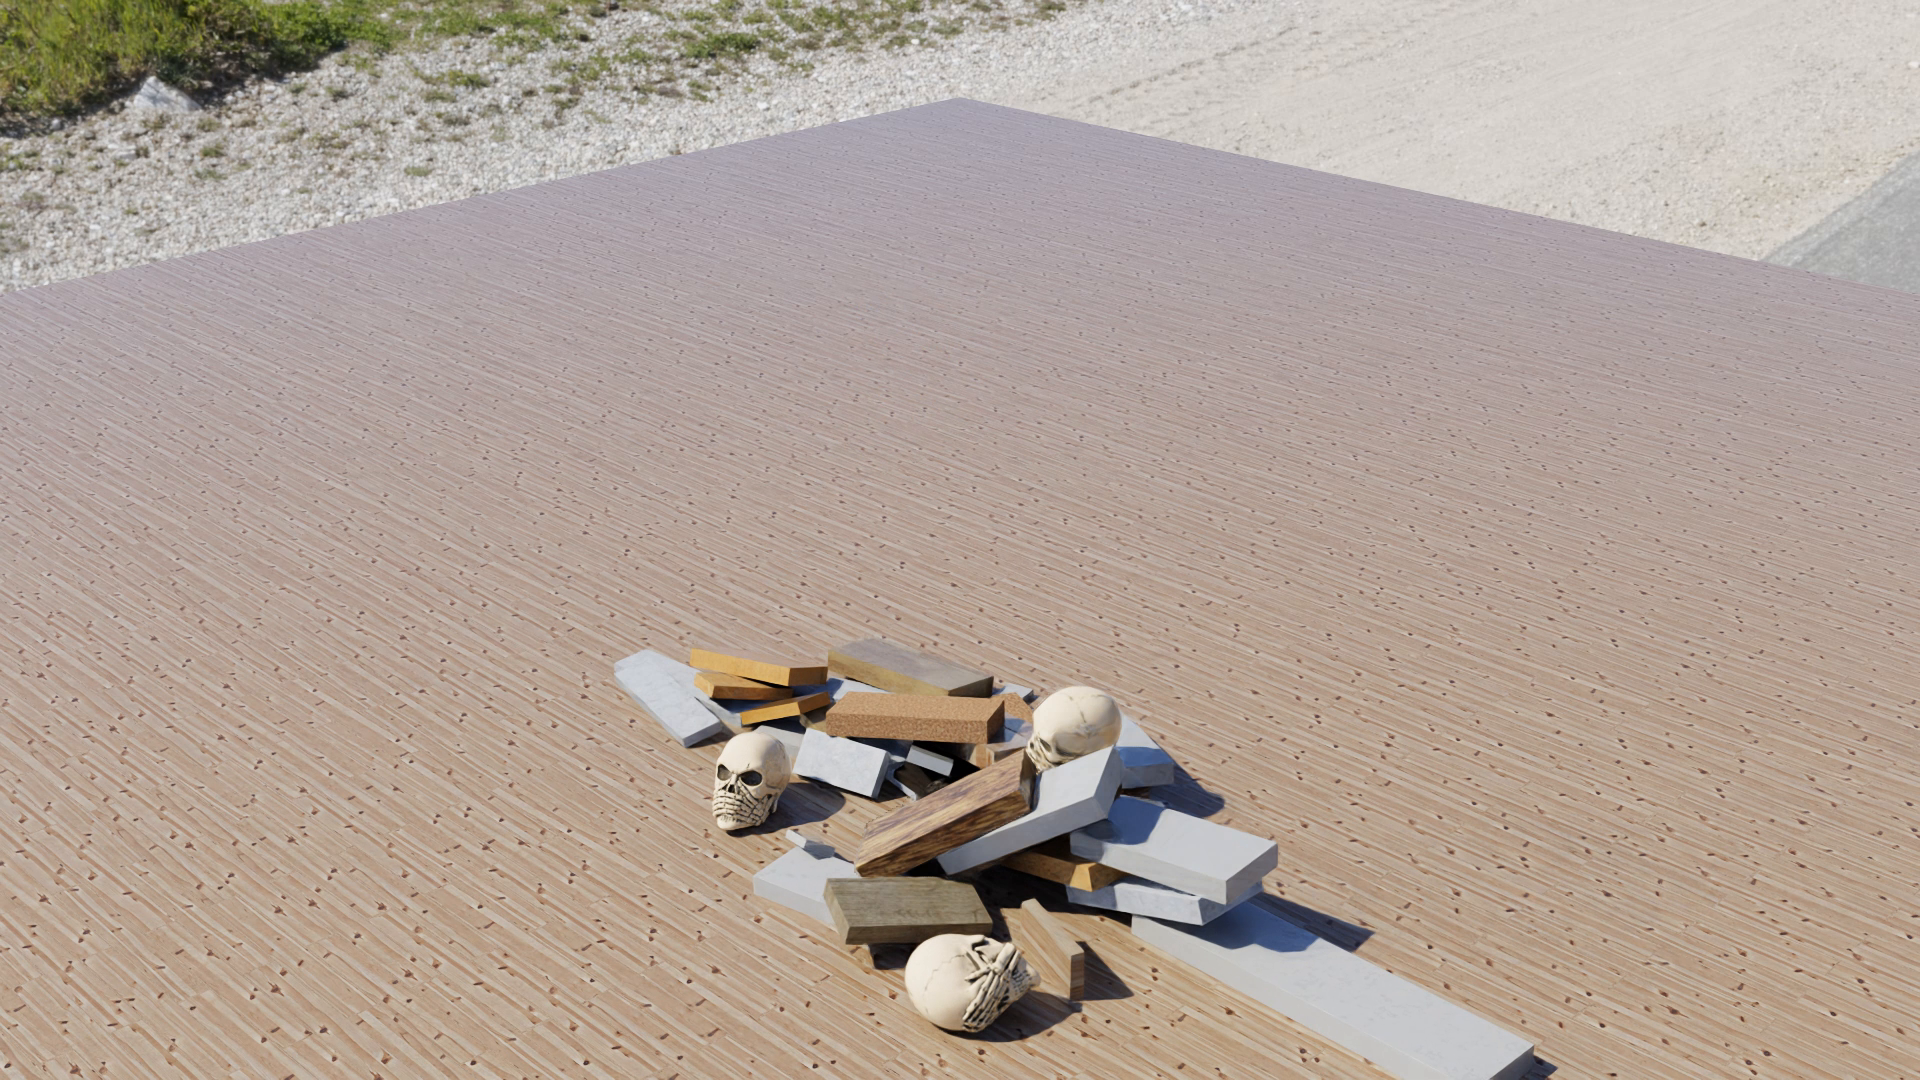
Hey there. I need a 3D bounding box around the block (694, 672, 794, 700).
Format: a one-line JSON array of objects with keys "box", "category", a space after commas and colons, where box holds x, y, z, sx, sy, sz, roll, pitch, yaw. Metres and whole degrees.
[{"box": [-0.479, 0.325, 4.868, 0.196, 0.028, 0.098, 5, 11, -33], "category": "block"}]

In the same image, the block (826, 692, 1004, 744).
[{"box": [-0.091, 0.370, 4.597, 0.341, 0.048, 0.171, 2, 12, 13], "category": "block"}]

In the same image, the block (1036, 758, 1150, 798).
[{"box": [0.229, 0.499, 4.526, 0.325, 0.046, 0.162, 2, 23, 5], "category": "block"}]

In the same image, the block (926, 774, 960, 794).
[{"box": [0.006, 0.527, 4.453, 0.138, 0.020, 0.069, 33, 37, 31], "category": "block"}]

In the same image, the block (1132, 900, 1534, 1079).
[{"box": [0.636, 0.782, 3.854, 0.175, 0.050, 0.738, -21, 31, -40], "category": "block"}]

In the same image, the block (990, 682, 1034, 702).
[{"box": [0.105, 0.357, 4.896, 0.063, 0.018, 0.125, 13, 26, 28], "category": "block"}]

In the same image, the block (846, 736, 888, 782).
[{"box": [-0.178, 0.450, 4.611, 0.063, 0.018, 0.127, -23, 58, -43], "category": "block"}]

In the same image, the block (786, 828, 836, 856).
[{"box": [-0.291, 0.588, 4.271, 0.063, 0.018, 0.125, 19, -4, -20], "category": "block"}]

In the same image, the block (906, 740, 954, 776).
[{"box": [-0.060, 0.449, 4.552, 0.092, 0.026, 0.184, 20, 2, 0], "category": "block"}]

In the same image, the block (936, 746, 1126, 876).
[{"box": [0.131, 0.505, 4.101, 0.350, 0.050, 0.175, -24, 17, 26], "category": "block"}]

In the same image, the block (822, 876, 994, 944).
[{"box": [-0.095, 0.676, 4.022, 0.282, 0.040, 0.141, 3, 28, -24], "category": "block"}]

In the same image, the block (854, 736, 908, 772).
[{"box": [-0.162, 0.433, 4.587, 0.063, 0.018, 0.127, -10, 38, -32], "category": "block"}]

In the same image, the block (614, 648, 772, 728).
[{"box": [-0.602, 0.331, 4.946, 0.410, 0.028, 0.098, 18, 29, 36], "category": "block"}]

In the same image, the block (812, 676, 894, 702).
[{"box": [-0.225, 0.352, 4.898, 0.184, 0.026, 0.092, 10, 25, 23], "category": "block"}]

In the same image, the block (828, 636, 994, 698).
[{"box": [-0.113, 0.299, 4.956, 0.341, 0.048, 0.171, 16, 17, 34], "category": "block"}]

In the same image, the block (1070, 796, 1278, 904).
[{"box": [0.388, 0.562, 4.014, 0.340, 0.048, 0.170, 13, 26, 38], "category": "block"}]

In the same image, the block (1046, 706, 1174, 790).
[{"box": [0.307, 0.431, 4.565, 0.162, 0.046, 0.325, -4, 17, -16], "category": "block"}]

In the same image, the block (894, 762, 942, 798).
[{"box": [-0.063, 0.502, 4.509, 0.138, 0.020, 0.069, 32, 37, 29], "category": "block"}]

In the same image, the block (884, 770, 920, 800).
[{"box": [-0.112, 0.488, 4.550, 0.127, 0.018, 0.063, 34, 38, 32], "category": "block"}]

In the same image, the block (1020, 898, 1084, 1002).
[{"box": [0.164, 0.729, 3.920, 0.027, 0.095, 0.191, -10, 25, -23], "category": "block"}]

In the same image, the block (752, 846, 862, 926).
[{"box": [-0.236, 0.662, 4.148, 0.282, 0.040, 0.141, 15, 27, 32], "category": "block"}]

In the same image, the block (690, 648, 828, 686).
[{"box": [-0.453, 0.284, 4.948, 0.282, 0.040, 0.141, 9, 3, 33], "category": "block"}]

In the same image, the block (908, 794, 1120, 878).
[{"box": [0.103, 0.565, 4.194, 0.422, 0.027, 0.095, -24, 20, -6], "category": "block"}]

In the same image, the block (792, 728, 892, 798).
[{"box": [-0.245, 0.462, 4.551, 0.196, 0.098, 0.028, 13, -11, 29], "category": "block"}]

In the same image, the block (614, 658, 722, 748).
[{"box": [-0.645, 0.356, 4.845, 0.092, 0.026, 0.331, -25, 35, -25], "category": "block"}]

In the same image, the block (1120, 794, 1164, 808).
[{"box": [0.209, 0.516, 4.349, 0.381, 0.046, 0.162, 8, -2, 3], "category": "block"}]

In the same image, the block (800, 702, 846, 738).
[{"box": [-0.246, 0.418, 4.674, 0.094, 0.027, 0.187, -16, 43, -39], "category": "block"}]

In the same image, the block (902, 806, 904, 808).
[{"box": [-0.074, 0.572, 4.387, 0.138, 0.020, 0.069, 13, 26, 28], "category": "block"}]

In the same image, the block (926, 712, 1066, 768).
[{"box": [0.053, 0.411, 4.627, 0.171, 0.048, 0.363, -7, 13, -29], "category": "block"}]

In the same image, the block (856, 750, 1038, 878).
[{"box": [-0.024, 0.524, 4.144, 0.350, 0.050, 0.175, -27, 15, 14], "category": "block"}]

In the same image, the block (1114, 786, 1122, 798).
[{"box": [0.205, 0.498, 4.126, 0.191, 0.027, 0.095, -18, 21, 42], "category": "block"}]

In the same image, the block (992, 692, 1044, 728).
[{"box": [0.125, 0.378, 4.815, 0.063, 0.018, 0.125, -7, 32, -29], "category": "block"}]

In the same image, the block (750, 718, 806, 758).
[{"box": [-0.345, 0.429, 4.716, 0.187, 0.027, 0.094, 12, 26, 26], "category": "block"}]

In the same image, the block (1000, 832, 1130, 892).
[{"box": [0.202, 0.588, 4.201, 0.170, 0.048, 0.340, -18, 14, -35], "category": "block"}]

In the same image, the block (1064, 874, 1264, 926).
[{"box": [0.373, 0.636, 4.066, 0.170, 0.048, 0.340, -21, 13, -40], "category": "block"}]

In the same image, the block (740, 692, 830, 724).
[{"box": [-0.378, 0.363, 4.751, 0.187, 0.027, 0.094, -14, 2, 42], "category": "block"}]
